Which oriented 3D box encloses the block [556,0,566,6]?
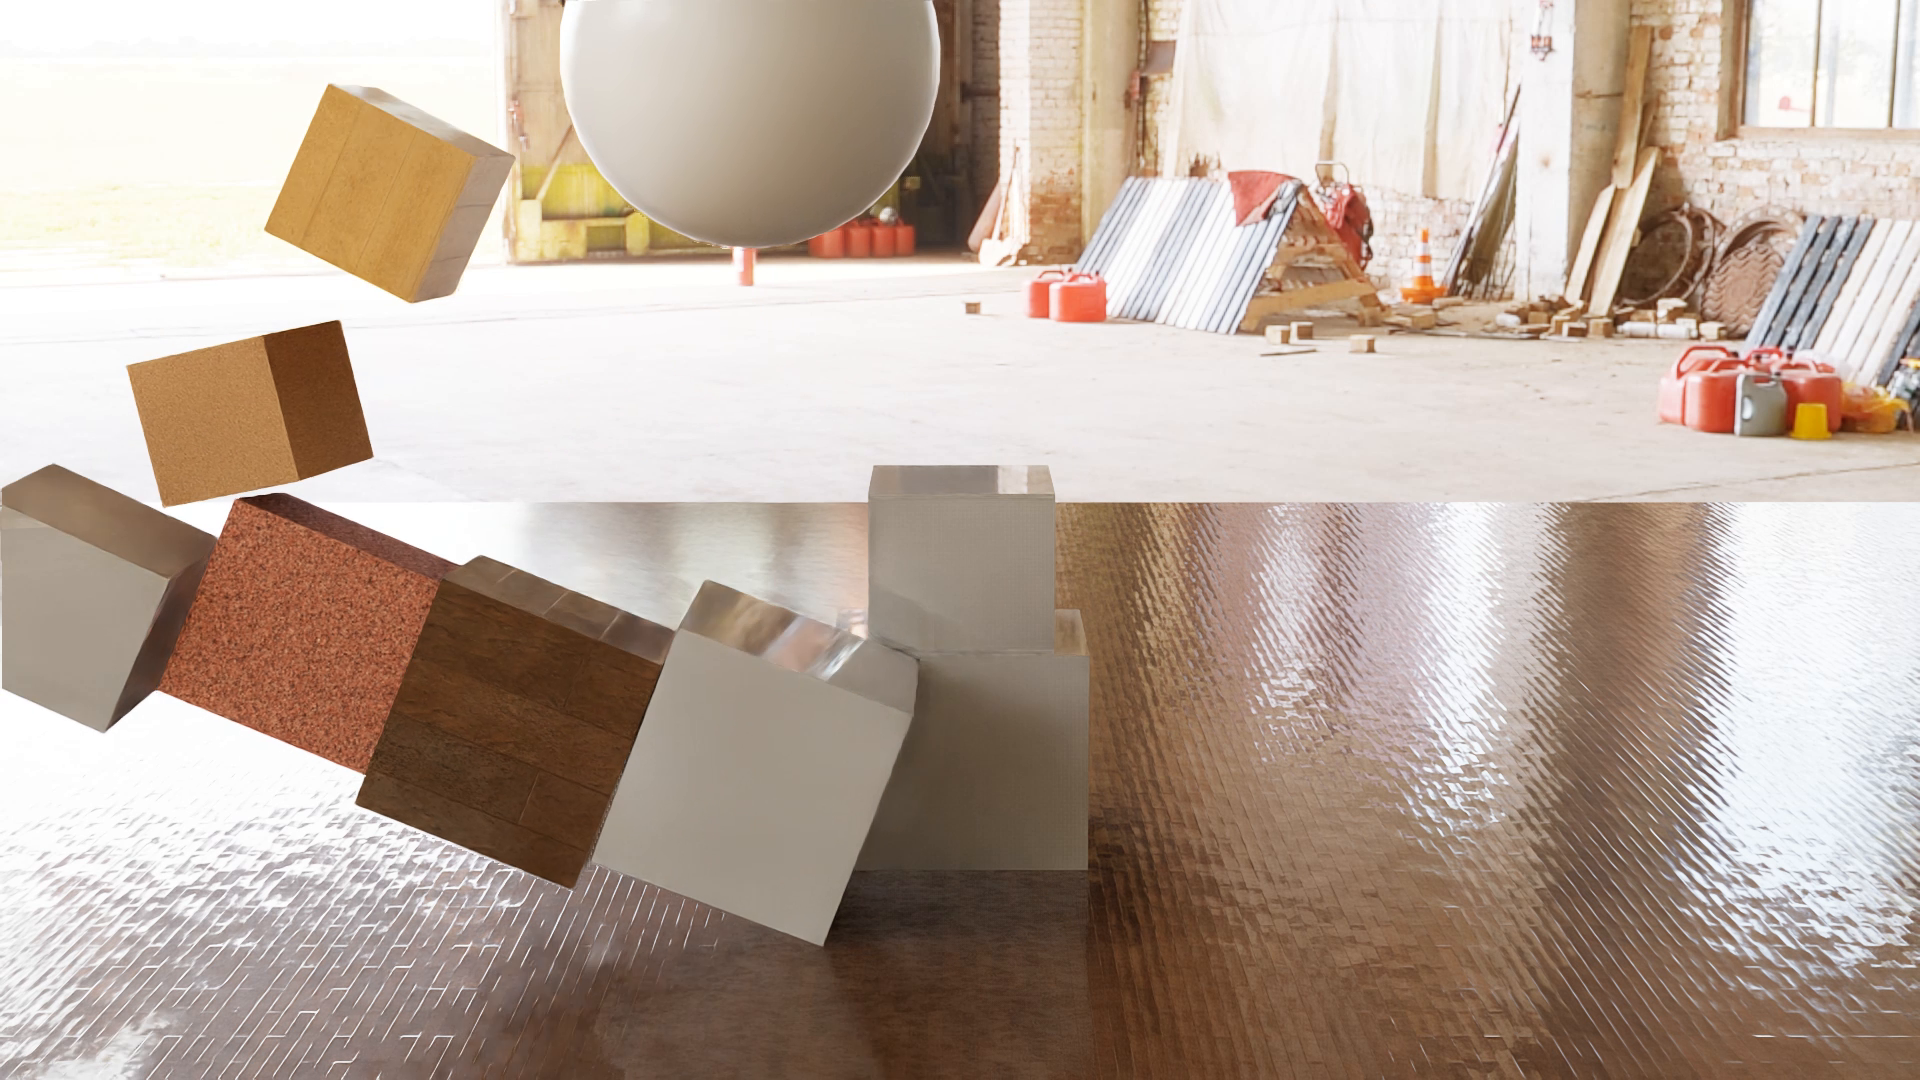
[{"bbox_3d":[-1.762,-2.829,10.770,0.773,0.765,0.784,40,3,1],"label":"block"}]

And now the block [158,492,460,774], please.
[{"bbox_3d":[-2.794,0.389,11.244,0.939,0.879,0.853,23,2,-2],"label":"block"}]

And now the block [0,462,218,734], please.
[{"bbox_3d":[-3.820,0.237,11.111,0.824,0.737,0.838,25,10,-5],"label":"block"}]

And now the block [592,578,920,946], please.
[{"bbox_3d":[-0.835,0.912,10.828,1.002,1.040,1.002,21,10,-3],"label":"block"}]

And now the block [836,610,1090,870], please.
[{"bbox_3d":[-0.002,0.902,11.859,1.145,0.981,0.994,0,10,0],"label":"block"}]

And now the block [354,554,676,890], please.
[{"bbox_3d":[-1.840,0.742,10.854,0.950,0.994,0.960,22,5,-3],"label":"block"}]

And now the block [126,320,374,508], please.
[{"bbox_3d":[-3.077,-0.555,11.165,0.679,0.629,0.651,-10,8,18],"label":"block"}]

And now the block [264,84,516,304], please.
[{"bbox_3d":[-2.427,-1.486,10.983,0.687,0.676,0.684,27,10,0],"label":"block"}]

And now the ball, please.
[{"bbox_3d":[-0.881,-2.032,10.811,1.600,1.600,1.600,0,10,0],"label":"ball"}]

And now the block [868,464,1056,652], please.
[{"bbox_3d":[0.006,0.073,11.693,0.820,0.711,0.838,0,10,0],"label":"block"}]
